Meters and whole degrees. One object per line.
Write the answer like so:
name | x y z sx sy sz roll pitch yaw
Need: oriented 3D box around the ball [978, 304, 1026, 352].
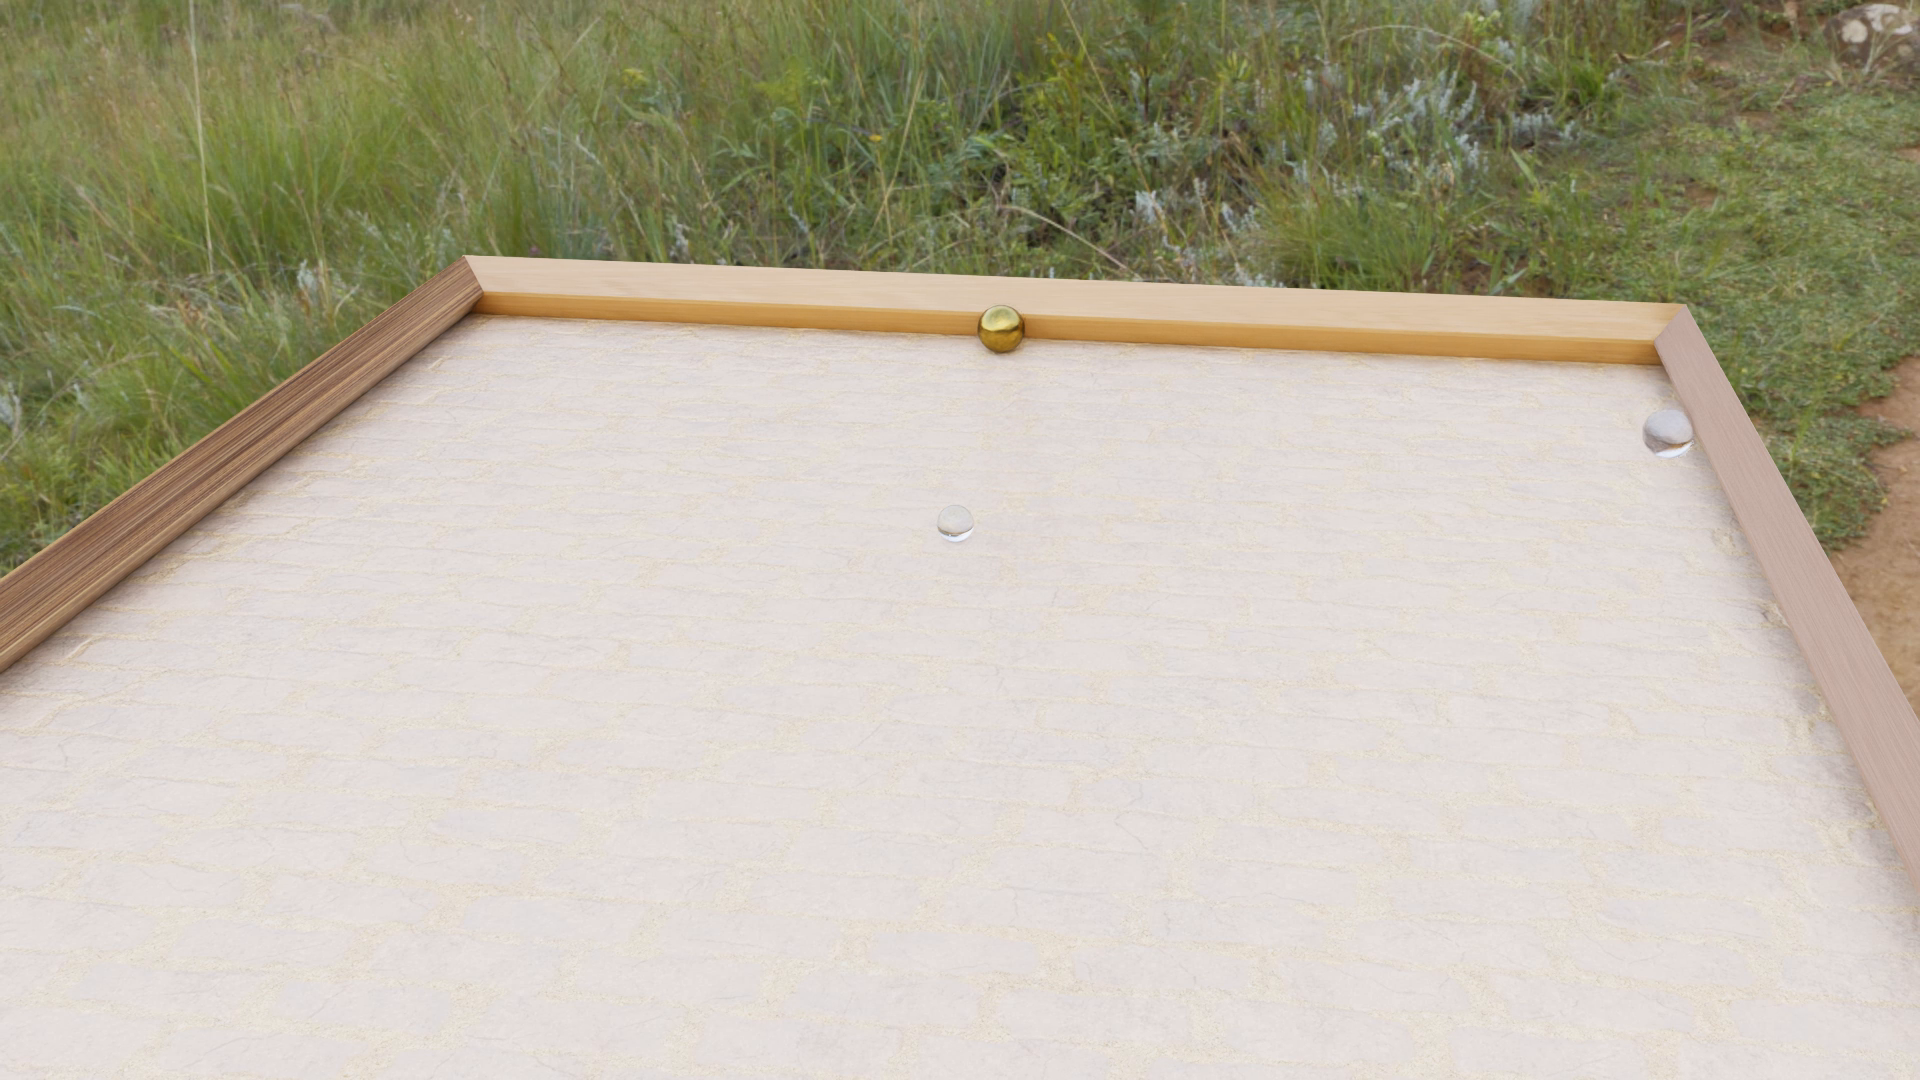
ball | 0.061 -0.311 3.237 0.071 0.071 0.071 0 22 0

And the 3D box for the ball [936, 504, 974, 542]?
ball | -0.005 -0.019 2.548 0.043 0.043 0.043 0 22 0

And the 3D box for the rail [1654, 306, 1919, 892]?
rail | 0.747 0.364 1.528 0.045 0.092 3.586 3 22 8

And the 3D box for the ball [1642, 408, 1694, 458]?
ball | 0.905 -0.136 2.812 0.064 0.064 0.064 0 22 0

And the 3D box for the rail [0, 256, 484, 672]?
rail | -1.018 0.263 1.778 0.045 0.092 3.586 3 22 8

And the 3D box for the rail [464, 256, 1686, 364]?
rail | 0.132 -0.339 3.276 1.832 0.092 0.045 3 22 8
